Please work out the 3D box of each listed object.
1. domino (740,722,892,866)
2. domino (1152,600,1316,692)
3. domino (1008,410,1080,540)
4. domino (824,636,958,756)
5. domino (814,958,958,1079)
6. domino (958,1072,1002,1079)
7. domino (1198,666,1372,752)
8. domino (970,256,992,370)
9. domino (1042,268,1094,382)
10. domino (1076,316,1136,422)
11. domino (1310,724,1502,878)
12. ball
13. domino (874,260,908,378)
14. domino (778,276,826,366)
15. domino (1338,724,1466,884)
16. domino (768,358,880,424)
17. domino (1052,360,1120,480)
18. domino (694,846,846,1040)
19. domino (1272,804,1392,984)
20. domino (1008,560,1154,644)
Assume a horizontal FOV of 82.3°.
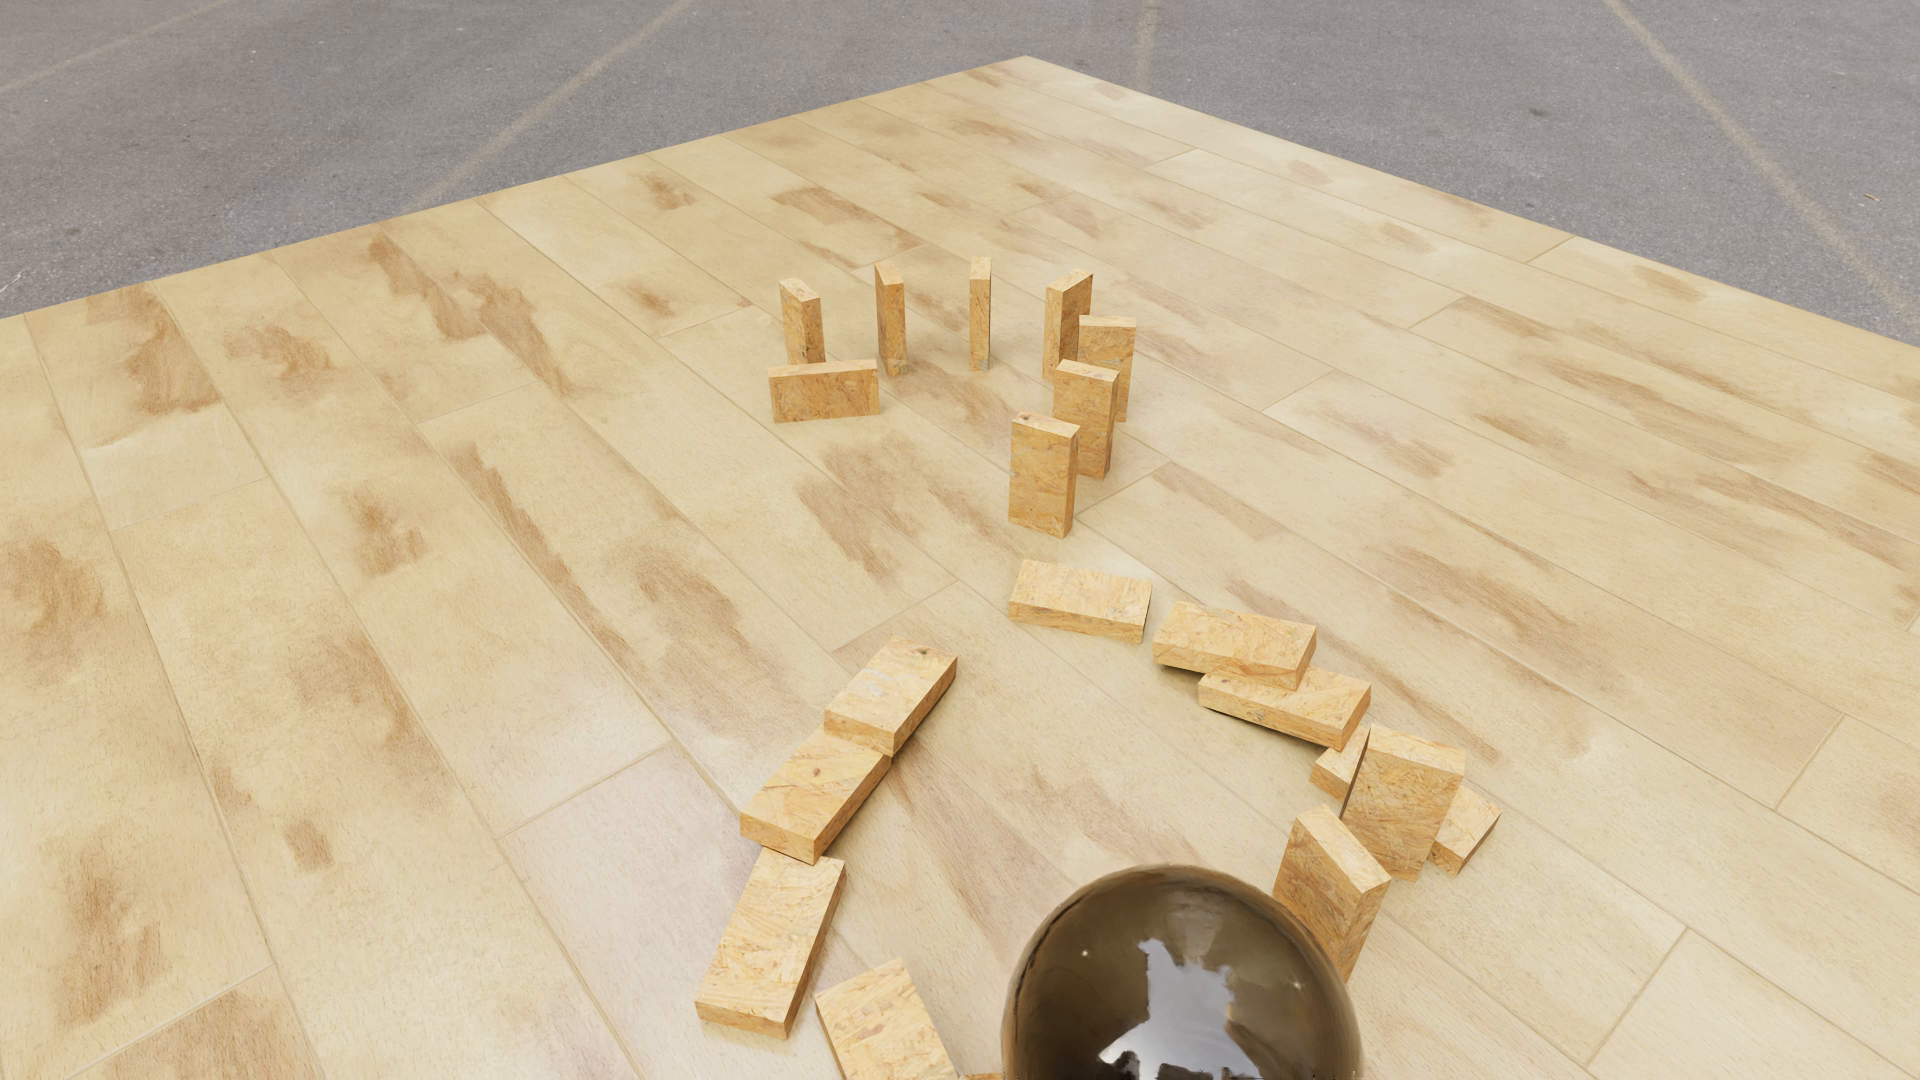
[{"bbox_3d":[-0.044,0.077,0.342,0.025,0.010,0.050,16,30,18],"label":"domino"},{"bbox_3d":[0.095,0.036,0.383,0.050,0.009,0.025,10,37,30],"label":"domino"},{"bbox_3d":[0.033,-0.026,0.443,0.025,0.050,0.009,19,43,21],"label":"domino"},{"bbox_3d":[-0.023,0.052,0.372,0.025,0.009,0.050,16,30,18],"label":"domino"},{"bbox_3d":[-0.016,0.134,0.279,0.025,0.010,0.050,-17,42,-20],"label":"domino"},{"bbox_3d":[0.018,0.148,0.252,0.025,0.010,0.050,24,19,-44],"label":"domino"},{"bbox_3d":[0.109,0.052,0.372,0.050,0.010,0.025,15,40,36],"label":"domino"},{"bbox_3d":[0.010,-0.113,0.549,0.009,0.050,0.025,2,39,2],"label":"domino"},{"bbox_3d":[0.052,-0.104,0.539,0.009,0.050,0.025,28,47,29],"label":"domino"},{"bbox_3d":[0.066,-0.078,0.507,0.025,0.050,0.009,3,39,3],"label":"domino"},{"bbox_3d":[0.139,0.080,0.346,0.025,0.010,0.050,-31,49,-33],"label":"domino"},{"bbox_3d":[0.049,0.114,0.248,0.080,0.080,0.080,0,39,0],"label":"ball"},{"bbox_3d":[-0.034,-0.109,0.545,0.010,0.050,0.025,-9,40,-11],"label":"domino"},{"bbox_3d":[-0.075,-0.098,0.532,0.009,0.050,0.025,-21,44,-24],"label":"domino"},{"bbox_3d":[0.125,0.077,0.318,0.025,0.050,0.010,15,42,18],"label":"domino"},{"bbox_3d":[-0.064,-0.070,0.517,0.050,0.025,0.009,-6,40,-7],"label":"domino"},{"bbox_3d":[0.053,-0.051,0.474,0.025,0.050,0.009,16,42,18],"label":"domino"},{"bbox_3d":[-0.052,0.111,0.308,0.025,0.010,0.050,9,40,11],"label":"domino"},{"bbox_3d":[0.097,0.097,0.293,0.010,0.050,0.025,-17,42,-19],"label":"domino"},{"bbox_3d":[0.046,0.023,0.415,0.050,0.010,0.025,10,40,12],"label":"domino"}]
